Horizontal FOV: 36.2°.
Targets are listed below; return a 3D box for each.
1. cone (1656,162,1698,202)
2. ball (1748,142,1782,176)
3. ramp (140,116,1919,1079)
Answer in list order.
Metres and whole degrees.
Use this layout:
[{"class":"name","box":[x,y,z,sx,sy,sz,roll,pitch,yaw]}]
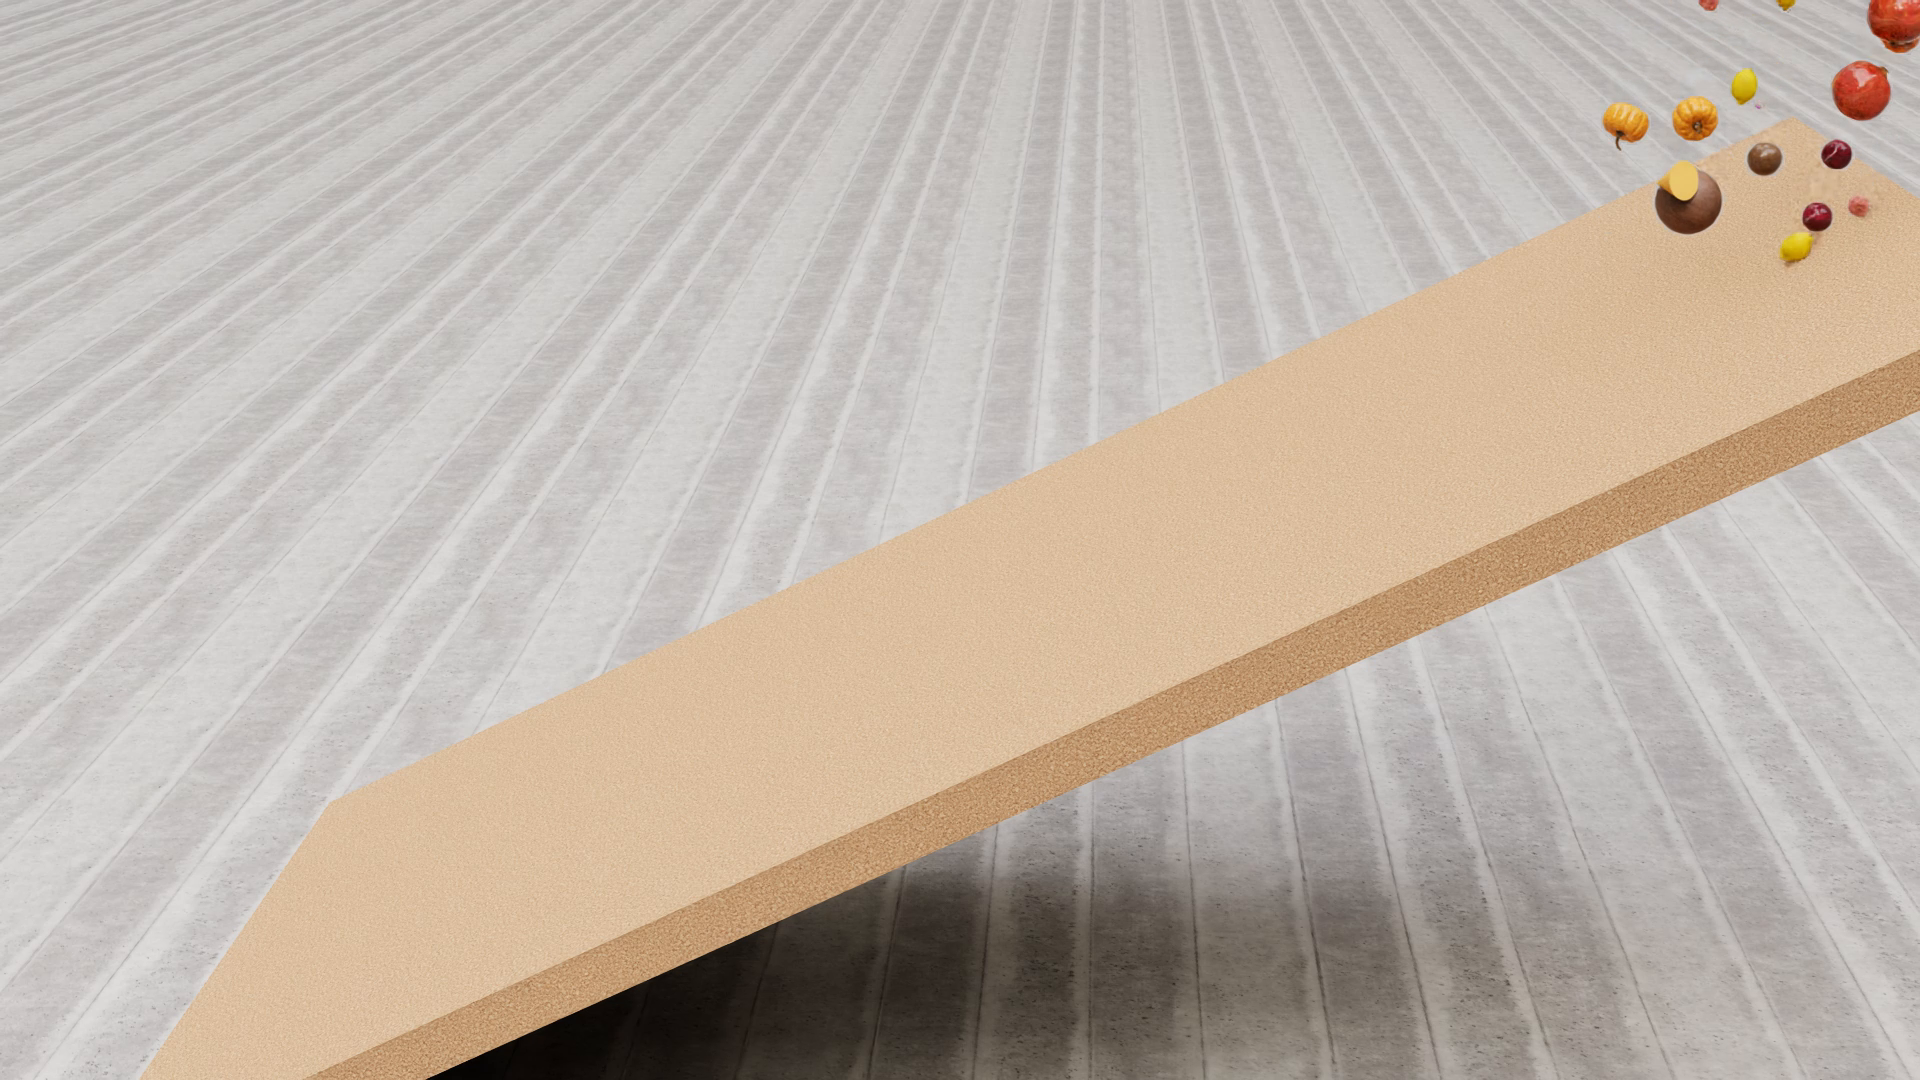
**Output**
[{"class":"cone","box":[1.395,-0.705,5.781,0.078,0.078,0.078,-10,14,-31]},{"class":"ball","box":[1.653,-0.782,6.039,0.070,0.070,0.070,0,16,0]},{"class":"ramp","box":[0.138,0.168,6.281,4.000,0.100,2.000,-25,14,10]}]
